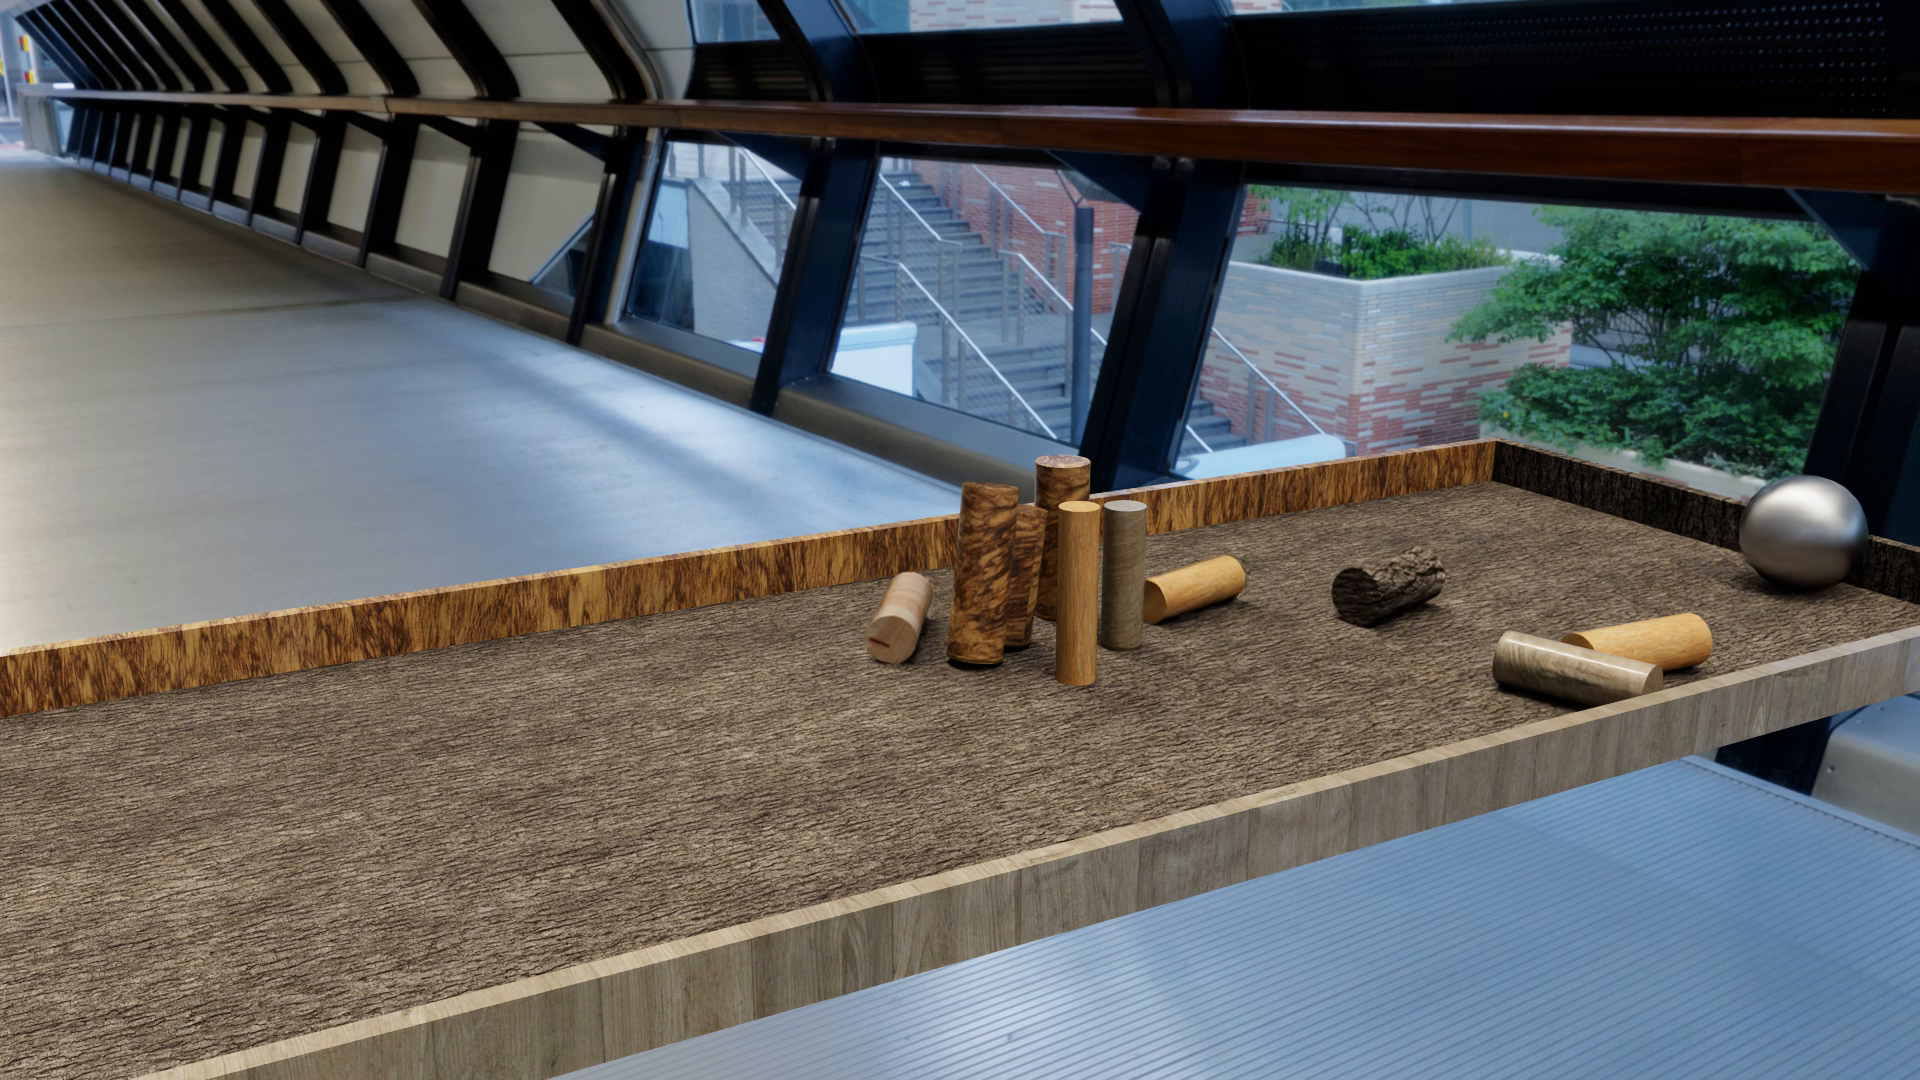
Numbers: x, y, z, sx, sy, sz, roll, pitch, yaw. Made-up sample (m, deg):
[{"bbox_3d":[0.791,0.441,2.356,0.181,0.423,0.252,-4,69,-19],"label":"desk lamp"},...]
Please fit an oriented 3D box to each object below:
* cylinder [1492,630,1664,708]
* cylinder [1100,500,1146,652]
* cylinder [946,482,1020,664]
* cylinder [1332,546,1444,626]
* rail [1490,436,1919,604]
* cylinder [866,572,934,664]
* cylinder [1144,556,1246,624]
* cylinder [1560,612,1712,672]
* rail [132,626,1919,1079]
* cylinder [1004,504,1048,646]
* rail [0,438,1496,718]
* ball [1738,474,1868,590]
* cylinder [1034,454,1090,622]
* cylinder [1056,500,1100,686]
[{"bbox_3d":[1.495,0.327,4.002,0.364,0.137,0.137,15,22,41],"label":"cylinder"},{"bbox_3d":[0.431,0.095,4.350,0.111,0.384,0.111,0,16,0],"label":"cylinder"},{"bbox_3d":[0.059,0.083,4.245,0.148,0.448,0.148,5,8,-1],"label":"cylinder"},{"bbox_3d":[1.205,0.127,4.637,0.311,0.162,0.162,-14,22,-40],"label":"cylinder"},{"bbox_3d":[2.466,-0.048,5.253,0.050,0.150,2.100,-9,18,-27],"label":"rail"},{"bbox_3d":[-0.158,0.204,4.427,0.130,0.130,0.378,2,16,5],"label":"cylinder"},{"bbox_3d":[0.650,0.138,4.667,0.344,0.123,0.123,-14,22,-40],"label":"cylinder"},{"bbox_3d":[1.706,0.277,4.168,0.383,0.137,0.137,-7,18,-23],"label":"cylinder"},{"bbox_3d":[-2.336,1.006,1.665,12.000,0.150,0.050,-9,18,-27],"label":"rail"},{"bbox_3d":[0.134,0.090,4.376,0.154,0.357,0.154,7,9,-1],"label":"cylinder"},{"bbox_3d":[-3.305,0.497,3.399,12.000,0.150,0.050,-9,18,-27],"label":"rail"},{"bbox_3d":[2.468,-0.023,4.832,0.339,0.339,0.339,0,16,0],"label":"ball"},{"bbox_3d":[0.282,-0.005,4.592,0.153,0.440,0.153,0,16,0],"label":"cylinder"},{"bbox_3d":[0.292,0.134,4.102,0.102,0.450,0.102,0,16,0],"label":"cylinder"}]
